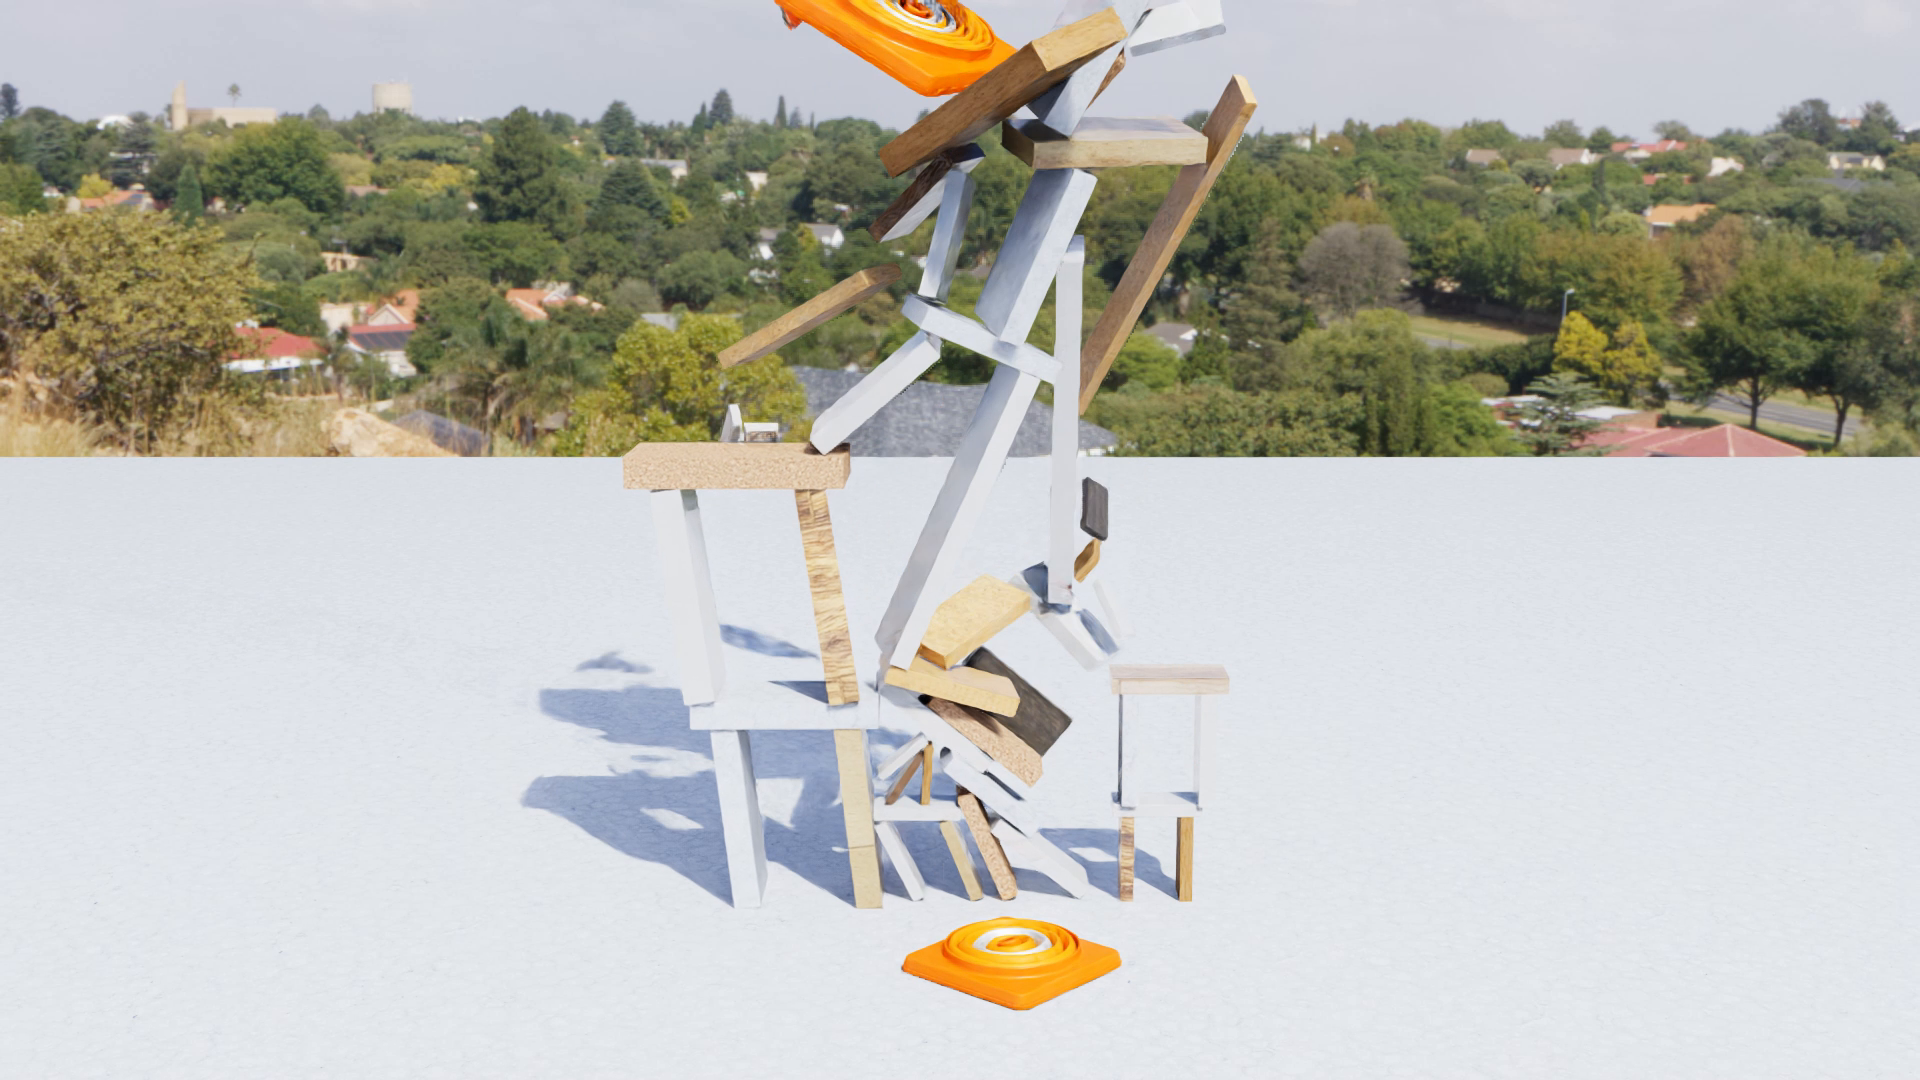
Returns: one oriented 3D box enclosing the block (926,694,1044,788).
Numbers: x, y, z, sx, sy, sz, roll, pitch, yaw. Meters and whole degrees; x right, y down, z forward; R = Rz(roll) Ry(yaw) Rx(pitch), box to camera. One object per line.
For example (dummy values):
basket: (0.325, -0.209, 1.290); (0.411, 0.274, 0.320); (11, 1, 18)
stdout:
block: (0.041, 0.319, 3.674); (0.223, 0.032, 0.112); (39, 8, -7)

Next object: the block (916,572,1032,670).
block: (0.011, 0.135, 3.691); (0.104, 0.029, 0.207); (27, 47, 36)

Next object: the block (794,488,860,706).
block: (-0.217, 0.076, 3.568); (0.049, 0.347, 0.174); (-9, 11, -3)

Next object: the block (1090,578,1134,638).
block: (0.259, 0.116, 3.711); (0.015, 0.104, 0.052); (-30, -14, 22)

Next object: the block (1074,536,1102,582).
block: (0.215, 0.033, 3.704); (0.015, 0.052, 0.104); (38, 16, -7)

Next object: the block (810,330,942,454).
block: (-0.133, -0.239, 3.490); (0.243, 0.034, 0.121); (-39, 13, 11)

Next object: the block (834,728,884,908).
block: (-0.166, 0.440, 3.643); (0.043, 0.302, 0.151); (-7, 11, 0)

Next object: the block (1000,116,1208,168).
block: (0.223, -0.619, 3.416); (0.286, 0.041, 0.143); (-5, 26, -18)

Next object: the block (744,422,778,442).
block: (-0.330, -0.163, 3.634); (0.053, 0.015, 0.106); (-3, -23, -9)

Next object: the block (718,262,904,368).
block: (-0.254, -0.375, 3.688); (0.355, 0.028, 0.099); (-25, -1, 38)

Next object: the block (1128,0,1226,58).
block: (0.322, -0.773, 3.299); (0.144, 0.020, 0.072); (-12, 51, 10)

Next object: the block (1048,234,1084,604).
block: (0.175, -0.194, 3.636); (0.041, 0.600, 0.143); (2, 25, 3)

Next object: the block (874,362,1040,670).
block: (-0.009, -0.044, 3.552); (0.034, 0.515, 0.122); (21, 10, -20)

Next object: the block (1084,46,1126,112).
block: (0.200, -0.704, 3.365); (0.020, 0.144, 0.072); (24, 42, -25)

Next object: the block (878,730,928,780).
block: (-0.095, 0.356, 3.631); (0.095, 0.014, 0.048); (-40, 9, 3)

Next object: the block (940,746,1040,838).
block: (0.049, 0.413, 3.656); (0.188, 0.027, 0.094); (39, 7, -12)

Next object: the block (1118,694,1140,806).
block: (0.277, 0.334, 3.619); (0.027, 0.189, 0.094); (0, 11, 0)

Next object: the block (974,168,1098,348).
block: (0.115, -0.459, 3.440); (0.041, 0.286, 0.143); (17, 18, -24)

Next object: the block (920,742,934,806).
block: (-0.055, 0.385, 3.630); (0.014, 0.095, 0.048); (4, 10, -3)

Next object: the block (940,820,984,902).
block: (0.002, 0.522, 3.653); (0.020, 0.143, 0.072); (-22, 10, 4)

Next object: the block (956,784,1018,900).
block: (0.045, 0.498, 3.661); (0.027, 0.188, 0.094); (-23, 10, 3)

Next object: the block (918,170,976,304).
block: (-0.019, -0.475, 3.462); (0.028, 0.199, 0.099); (14, 2, 9)

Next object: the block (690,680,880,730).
block: (-0.283, 0.269, 3.606); (0.302, 0.043, 0.151); (0, 11, -1)

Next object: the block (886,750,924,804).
block: (-0.091, 0.389, 3.632); (0.014, 0.095, 0.048); (33, 7, -8)

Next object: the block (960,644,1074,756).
block: (0.080, 0.281, 3.752); (0.207, 0.104, 0.029); (40, 3, -9)

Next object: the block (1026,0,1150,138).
block: (0.209, -0.793, 3.343); (0.048, 0.338, 0.169); (24, 17, -25)

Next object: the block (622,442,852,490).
block: (-0.354, -0.120, 3.532); (0.347, 0.049, 0.174); (0, 11, 1)

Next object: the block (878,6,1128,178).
block: (0.057, -0.666, 3.298); (0.169, 0.048, 0.437); (-31, 5, -34)

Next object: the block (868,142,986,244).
block: (-0.053, -0.553, 3.505); (0.199, 0.028, 0.099); (-41, -7, 34)

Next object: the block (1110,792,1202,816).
block: (0.324, 0.437, 3.637); (0.146, 0.021, 0.073); (0, 11, 0)

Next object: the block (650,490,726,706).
block: (-0.440, 0.076, 3.571); (0.049, 0.347, 0.174); (-8, 11, 2)

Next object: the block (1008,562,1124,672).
block: (0.180, 0.131, 3.764); (0.207, 0.029, 0.104); (47, 28, 12)

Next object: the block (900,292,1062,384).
block: (0.033, -0.320, 3.489); (0.243, 0.034, 0.122); (21, 10, -22)

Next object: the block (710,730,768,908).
block: (-0.364, 0.440, 3.643); (0.043, 0.302, 0.151); (-6, 10, 1)

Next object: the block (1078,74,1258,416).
block: (0.315, -0.464, 3.569); (0.020, 0.665, 0.072); (7, 44, -23)

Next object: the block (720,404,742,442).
block: (-0.383, -0.167, 3.659); (0.015, 0.106, 0.053); (3, 42, -20)

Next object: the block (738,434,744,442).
block: (-0.334, -0.145, 3.777); (0.053, 0.015, 0.106); (12, -25, 37)

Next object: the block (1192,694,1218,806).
block: (0.403, 0.334, 3.619); (0.027, 0.189, 0.094); (0, 11, 0)

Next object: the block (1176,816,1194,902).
block: (0.373, 0.519, 3.653); (0.021, 0.146, 0.073); (0, 11, 0)

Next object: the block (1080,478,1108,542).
block: (0.233, -0.053, 3.807); (0.015, 0.104, 0.052); (-27, -44, 37)

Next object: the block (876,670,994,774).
block: (-0.043, 0.294, 3.665); (0.223, 0.032, 0.112); (39, 8, -12)

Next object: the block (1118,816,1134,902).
block: (0.276, 0.519, 3.652); (0.021, 0.146, 0.073); (0, 11, 0)

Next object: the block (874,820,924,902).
block: (-0.100, 0.523, 3.653); (0.020, 0.143, 0.072); (-27, 10, 4)

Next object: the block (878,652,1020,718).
block: (-0.019, 0.232, 3.624); (0.223, 0.032, 0.112); (16, 12, -12)

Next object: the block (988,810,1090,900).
block: (0.131, 0.519, 3.674); (0.188, 0.027, 0.094); (38, 8, -7)

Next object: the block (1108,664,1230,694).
block: (0.341, 0.228, 3.600); (0.189, 0.027, 0.095); (0, 11, 0)

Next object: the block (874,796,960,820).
block: (-0.071, 0.443, 3.639); (0.143, 0.020, 0.072); (0, 11, -1)
